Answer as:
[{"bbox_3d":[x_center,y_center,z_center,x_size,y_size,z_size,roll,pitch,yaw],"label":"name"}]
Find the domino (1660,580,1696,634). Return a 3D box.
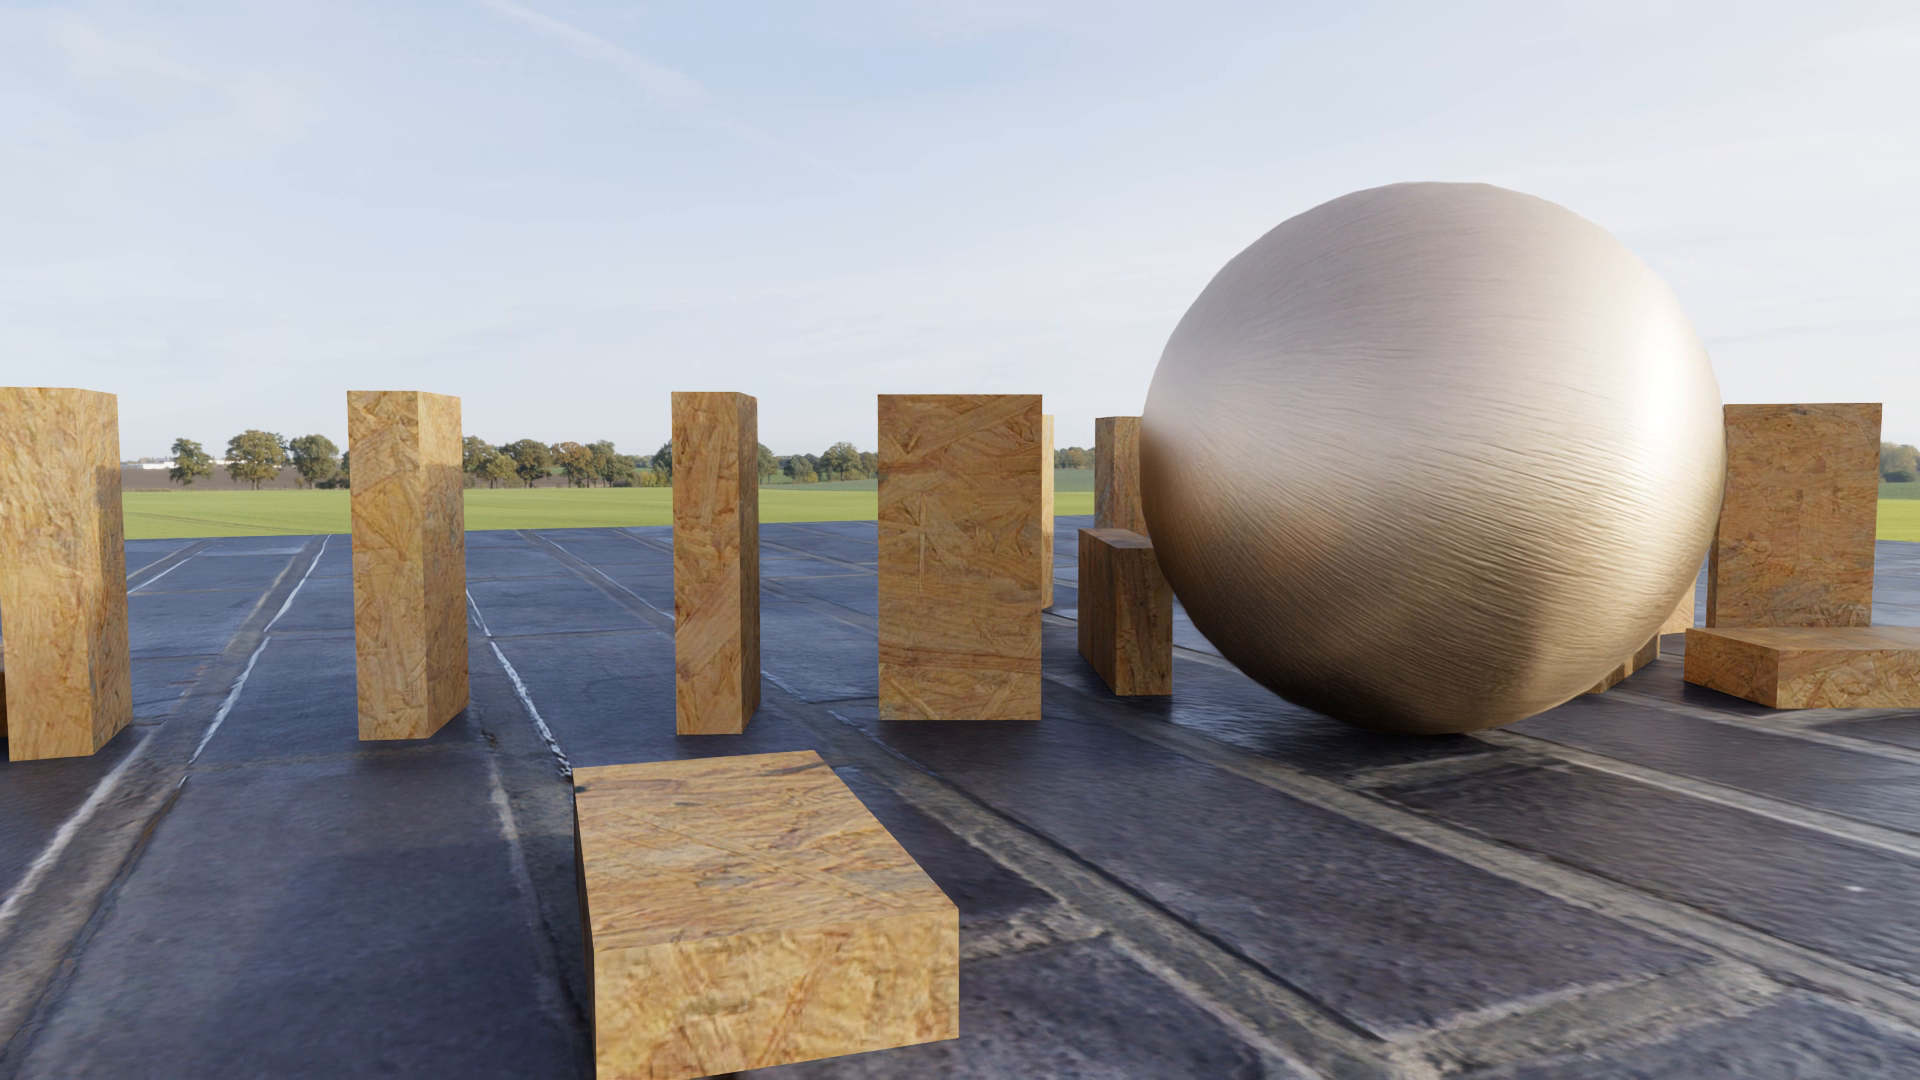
[{"bbox_3d":[0.153,-0.004,0.288,0.025,0.050,0.009,-2,5,-27],"label":"domino"}]

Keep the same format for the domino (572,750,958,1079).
[{"bbox_3d":[-0.020,0.029,0.111,0.025,0.010,0.050,-1,5,-18],"label":"domino"}]

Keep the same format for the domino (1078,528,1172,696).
[{"bbox_3d":[0.030,0.012,0.241,0.010,0.025,0.050,0,4,-2],"label":"domino"}]

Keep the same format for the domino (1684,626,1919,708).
[{"bbox_3d":[0.156,0.021,0.219,0.050,0.010,0.025,0,4,-2],"label":"domino"}]

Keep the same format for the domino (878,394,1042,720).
[{"bbox_3d":[0.000,0.002,0.201,0.025,0.050,0.010,0,4,0],"label":"domino"}]

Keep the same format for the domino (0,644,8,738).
[{"bbox_3d":[-0.152,0.024,0.186,0.025,0.010,0.050,1,4,13],"label":"domino"}]

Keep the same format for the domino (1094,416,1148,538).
[{"bbox_3d":[0.046,-0.010,0.364,0.010,0.050,0.025,0,4,-6],"label":"domino"}]

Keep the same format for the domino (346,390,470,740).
[{"bbox_3d":[-0.083,0.003,0.195,0.010,0.050,0.025,-1,4,-8],"label":"domino"}]

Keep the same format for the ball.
[{"bbox_3d":[0.067,-0.012,0.189,0.080,0.080,0.080,0,4,0],"label":"ball"}]

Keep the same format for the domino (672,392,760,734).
[{"bbox_3d":[-0.037,0.003,0.199,0.010,0.050,0.025,0,4,-3],"label":"domino"}]

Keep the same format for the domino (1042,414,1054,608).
[{"bbox_3d":[0.011,-0.008,0.337,0.025,0.050,0.010,2,5,23],"label":"domino"}]

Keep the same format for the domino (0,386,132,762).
[{"bbox_3d":[-0.128,0.004,0.184,0.009,0.050,0.025,-2,5,-22],"label":"domino"}]

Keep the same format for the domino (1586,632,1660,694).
[{"bbox_3d":[0.115,0.019,0.245,0.025,0.010,0.050,3,5,39],"label":"domino"}]

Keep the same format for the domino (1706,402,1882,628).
[{"bbox_3d":[0.158,-0.001,0.244,0.025,0.050,0.010,2,5,21],"label":"domino"}]
